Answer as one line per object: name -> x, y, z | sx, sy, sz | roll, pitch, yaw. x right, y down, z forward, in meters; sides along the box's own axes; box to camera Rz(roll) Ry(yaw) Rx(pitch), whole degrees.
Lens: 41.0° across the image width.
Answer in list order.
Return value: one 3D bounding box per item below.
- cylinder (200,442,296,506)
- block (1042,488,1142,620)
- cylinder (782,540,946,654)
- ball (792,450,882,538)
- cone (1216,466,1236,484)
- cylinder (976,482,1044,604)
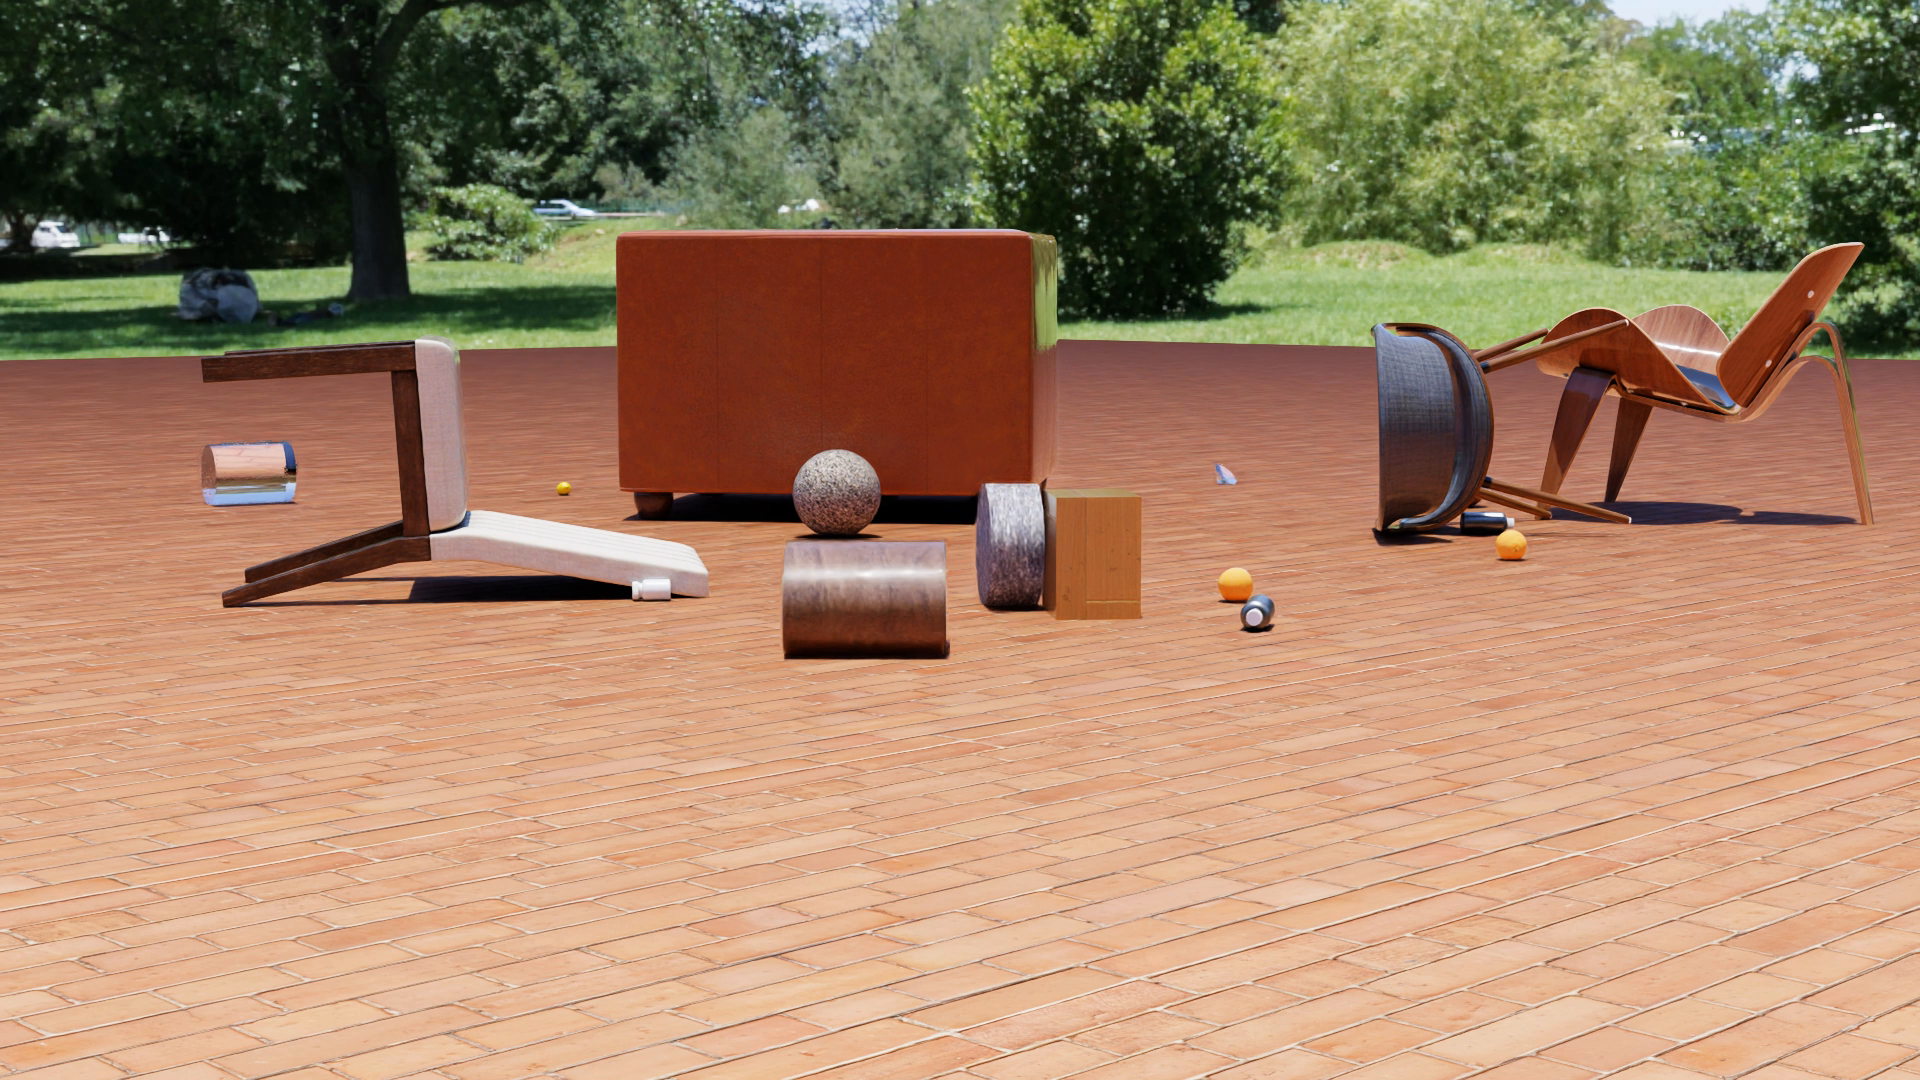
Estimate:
cylinder -> -2.062, -0.193, 7.433 | 0.230, 0.178, 0.169 | -3, 36, -30
block -> 0.256, 0.026, 5.011 | 0.165, 0.236, 0.193 | -1, 6, -6
cylinder -> -0.165, 0.099, 4.515 | 0.282, 0.180, 0.252 | 0, 29, -1
ball -> -0.309, -0.117, 6.455 | 0.223, 0.223, 0.223 | 0, 6, 0
cone -> 0.832, -0.194, 8.153 | 0.082, 0.040, 0.096 | 43, 25, 4
cylinder -> 0.099, 0.008, 5.140 | 0.106, 0.243, 0.268 | -1, -14, -6
